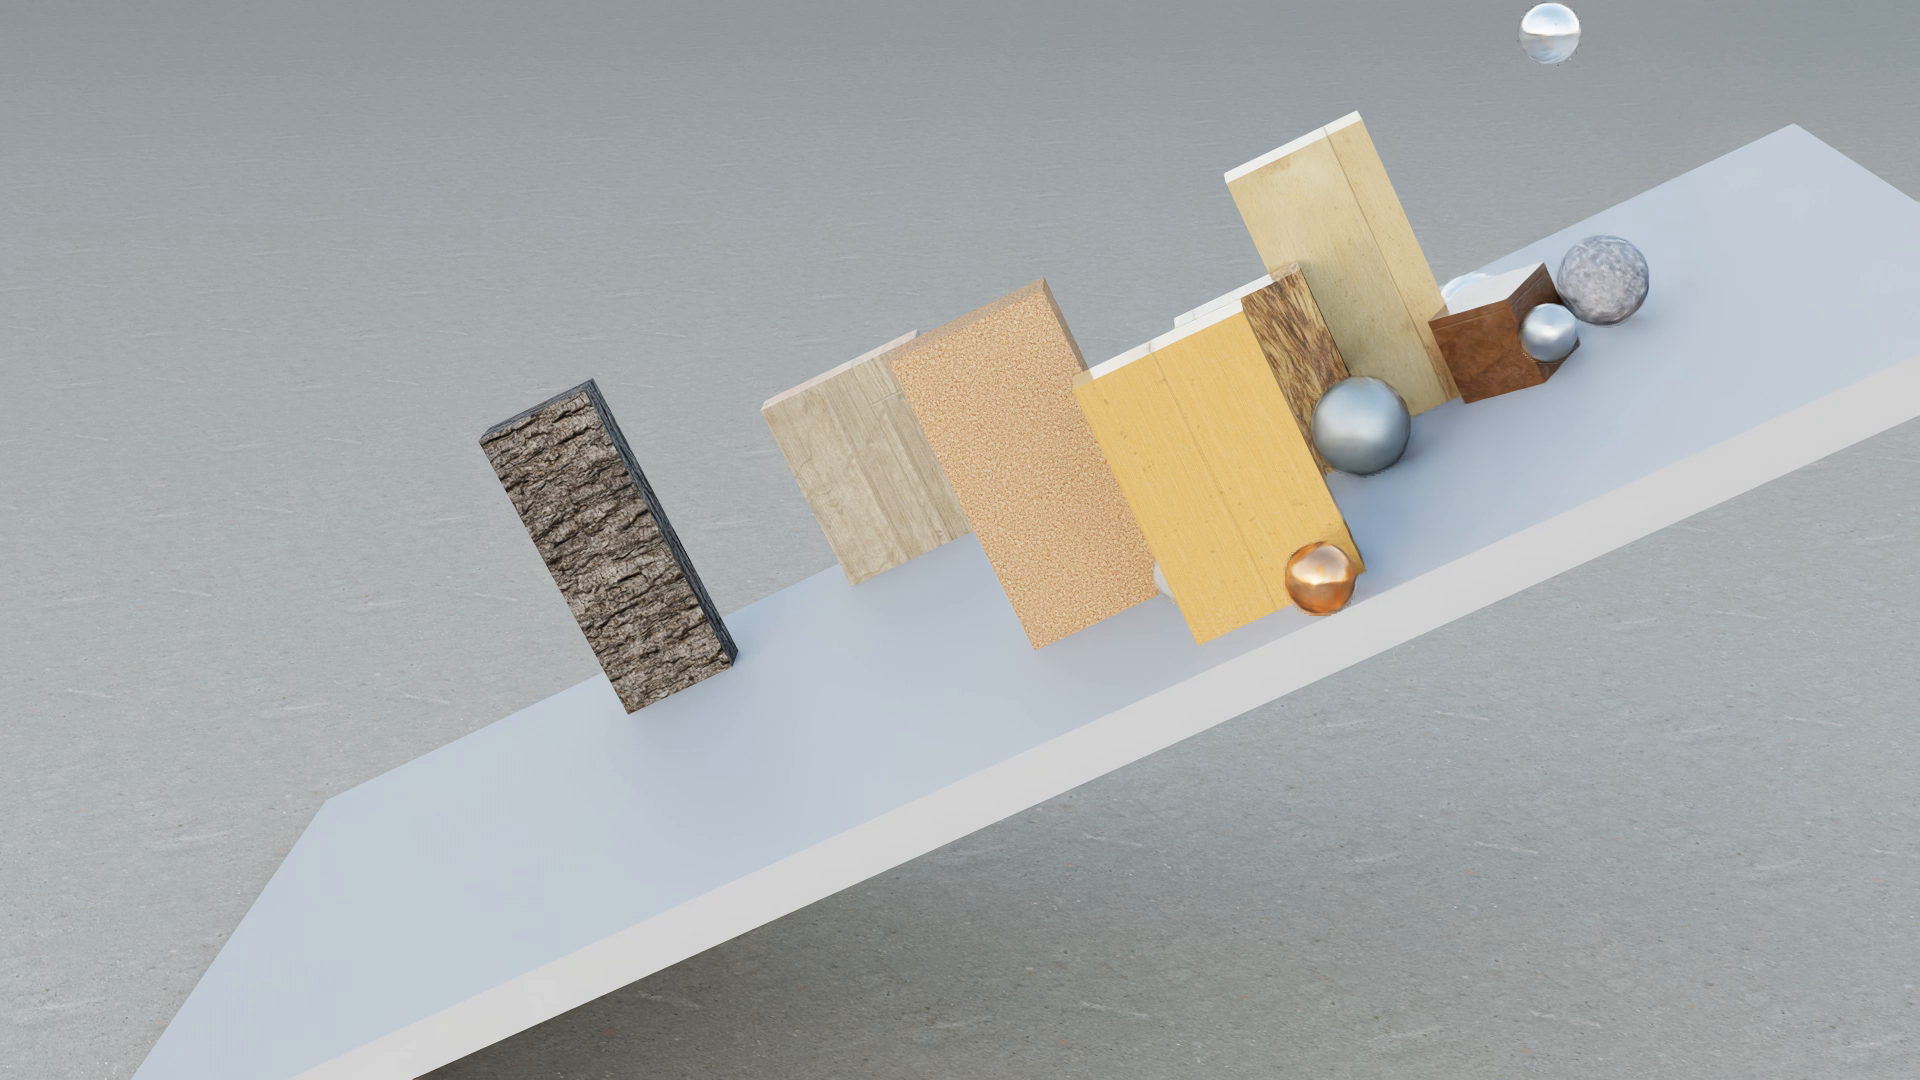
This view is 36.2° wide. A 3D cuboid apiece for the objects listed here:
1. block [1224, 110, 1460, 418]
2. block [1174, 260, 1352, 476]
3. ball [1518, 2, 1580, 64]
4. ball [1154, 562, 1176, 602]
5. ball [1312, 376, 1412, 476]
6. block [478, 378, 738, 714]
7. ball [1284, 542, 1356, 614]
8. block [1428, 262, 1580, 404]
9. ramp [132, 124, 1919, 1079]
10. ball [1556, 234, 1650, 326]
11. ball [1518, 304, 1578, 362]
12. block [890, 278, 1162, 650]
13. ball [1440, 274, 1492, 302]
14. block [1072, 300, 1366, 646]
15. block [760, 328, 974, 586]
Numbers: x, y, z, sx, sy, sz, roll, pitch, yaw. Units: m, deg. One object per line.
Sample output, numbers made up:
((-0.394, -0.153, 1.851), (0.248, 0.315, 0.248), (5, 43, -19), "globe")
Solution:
((0.816, -0.541, 6.107), (0.301, 0.613, 0.125), (-25, 14, 9), "block")
((0.653, -0.321, 6.030), (0.276, 0.411, 0.099), (-25, 14, 9), "block")
((1.252, -1.076, 6.244), (0.128, 0.128, 0.128), (0, 16, 0), "ball")
((0.430, 0.062, 5.653), (0.117, 0.117, 0.117), (0, 16, 0), "ball")
((0.799, -0.228, 5.862), (0.197, 0.197, 0.197), (0, 16, 0), "ball")
((-0.814, 0.018, 6.857), (0.277, 0.735, 0.123), (-25, 14, 9), "block")
((0.638, 0.067, 5.212), (0.127, 0.127, 0.127), (0, 16, 0), "ball")
((1.112, -0.423, 6.010), (0.191, 0.191, 0.191), (-15, 18, 41), "block")
((0.138, 0.168, 6.281), (4.000, 0.100, 2.000), (-25, 14, 9), "ramp")
((1.311, -0.529, 5.994), (0.185, 0.185, 0.185), (0, 16, 0), "ball")
((1.167, -0.412, 5.836), (0.115, 0.115, 0.115), (0, 16, 0), "ball")
((0.157, -0.148, 5.808), (0.331, 0.650, 0.131), (-25, 14, 9), "block")
((1.096, -0.476, 6.260), (0.182, 0.182, 0.182), (0, 16, 0), "ball")
((0.472, -0.121, 5.356), (0.335, 0.534, 0.104), (-25, 14, 9), "block")
((-0.180, -0.194, 6.995), (0.407, 0.479, 0.103), (-25, 14, 9), "block")
